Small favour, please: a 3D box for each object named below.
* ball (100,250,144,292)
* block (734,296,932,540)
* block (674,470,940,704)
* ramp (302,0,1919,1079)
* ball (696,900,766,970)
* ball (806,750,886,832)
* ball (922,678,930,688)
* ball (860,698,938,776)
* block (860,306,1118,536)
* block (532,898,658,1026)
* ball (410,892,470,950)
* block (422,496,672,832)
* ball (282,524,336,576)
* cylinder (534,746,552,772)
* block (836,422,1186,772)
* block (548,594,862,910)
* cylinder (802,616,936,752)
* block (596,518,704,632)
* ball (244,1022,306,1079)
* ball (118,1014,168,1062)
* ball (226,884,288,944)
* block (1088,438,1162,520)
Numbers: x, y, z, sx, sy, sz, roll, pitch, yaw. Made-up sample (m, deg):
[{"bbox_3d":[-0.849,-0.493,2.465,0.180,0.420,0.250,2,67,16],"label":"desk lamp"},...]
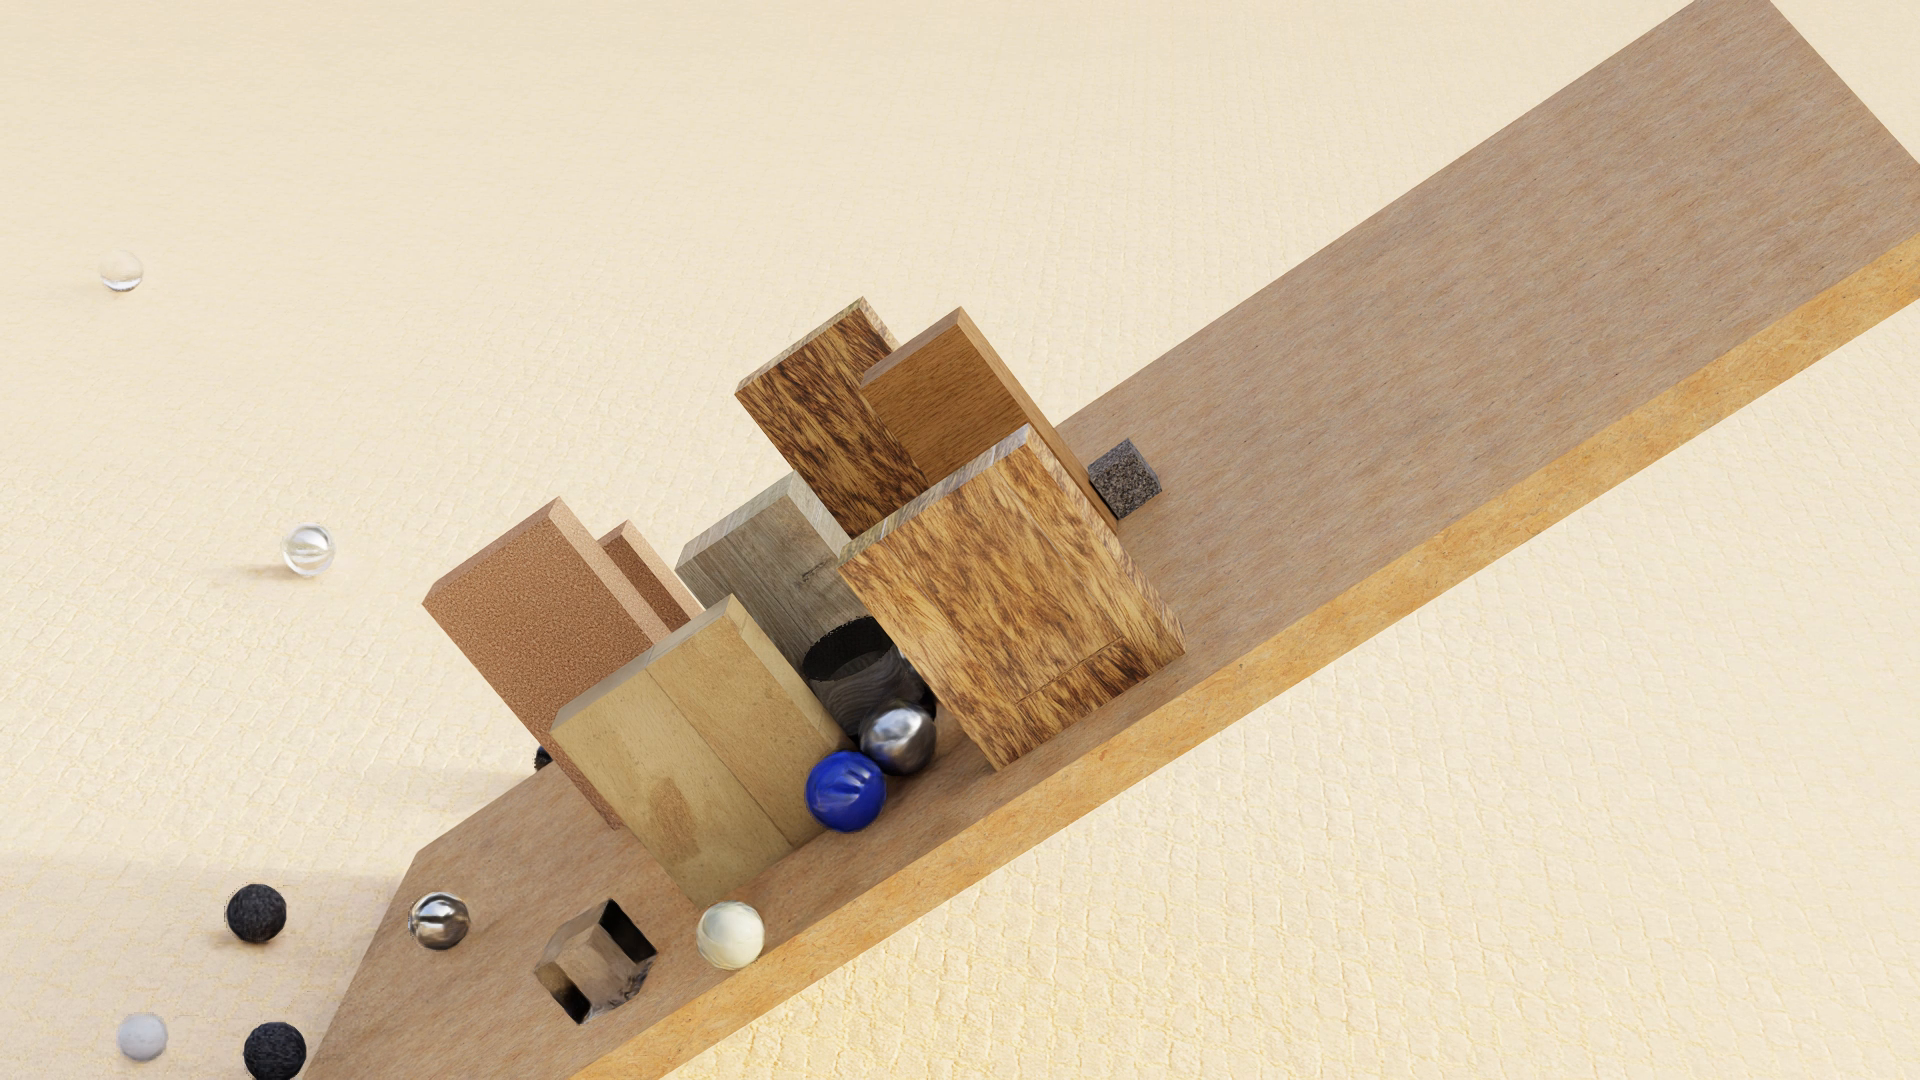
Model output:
[{"bbox_3d":[-3.596,-1.152,12.619,0.181,0.181,0.181,0,22,0],"label":"ball"},{"bbox_3d":[-0.171,-0.191,6.649,0.353,0.641,0.088,-33,16,16],"label":"block"},{"bbox_3d":[-0.301,0.165,6.101,0.294,0.544,0.142,-33,16,16],"label":"block"},{"bbox_3d":[0.132,0.177,6.315,4.000,0.100,2.000,-33,16,16],"label":"ramp"},{"bbox_3d":[-0.430,0.742,5.520,0.129,0.129,0.129,0,22,0],"label":"ball"},{"bbox_3d":[-0.221,0.489,5.725,0.157,0.157,0.157,0,22,0],"label":"ball"},{"bbox_3d":[-0.019,0.240,5.999,0.149,0.149,0.149,0,22,0],"label":"ball"},{"bbox_3d":[-0.122,0.389,5.795,0.153,0.153,0.153,0,22,0],"label":"ball"},{"bbox_3d":[0.065,-0.185,6.232,0.254,0.573,0.124,-33,16,16],"label":"block"},{"bbox_3d":[-0.725,0.840,5.852,0.152,0.152,0.152,-31,17,25],"label":"block"},{"bbox_3d":[-1.209,0.885,6.833,0.137,0.137,0.137,0,22,0],"label":"ball"},{"bbox_3d":[-0.849,0.286,6.694,0.372,0.695,0.124,-33,16,16],"label":"block"},{"bbox_3d":[-2.148,0.031,9.712,0.172,0.172,0.172,0,22,0],"label":"ball"},{"bbox_3d":[-1.050,0.630,8.208,0.193,0.193,0.193,15,26,32],"label":"cylinder"},{"bbox_3d":[0.098,0.110,5.448,0.430,0.502,0.110,-33,16,16],"label":"block"},{"bbox_3d":[-0.488,0.428,5.875,0.445,0.486,0.112,-33,16,16],"label":"block"},{"bbox_3d":[-0.182,0.300,5.942,0.207,0.207,0.207,-19,29,11],"label":"cylinder"},{"bbox_3d":[-0.823,0.212,7.345,0.312,0.431,0.104,-33,16,16],"label":"block"},{"bbox_3d":[-1.584,1.185,6.801,0.143,0.143,0.143,0,22,0],"label":"ball"},{"bbox_3d":[-1.934,1.178,6.962,0.113,0.113,0.113,0,22,0],"label":"ball"},{"bbox_3d":[-1.787,0.949,7.479,0.150,0.150,0.150,0,22,0],"label":"ball"},{"bbox_3d":[0.353,-0.132,6.311,0.109,0.109,0.109,-35,16,9],"label":"block"}]
